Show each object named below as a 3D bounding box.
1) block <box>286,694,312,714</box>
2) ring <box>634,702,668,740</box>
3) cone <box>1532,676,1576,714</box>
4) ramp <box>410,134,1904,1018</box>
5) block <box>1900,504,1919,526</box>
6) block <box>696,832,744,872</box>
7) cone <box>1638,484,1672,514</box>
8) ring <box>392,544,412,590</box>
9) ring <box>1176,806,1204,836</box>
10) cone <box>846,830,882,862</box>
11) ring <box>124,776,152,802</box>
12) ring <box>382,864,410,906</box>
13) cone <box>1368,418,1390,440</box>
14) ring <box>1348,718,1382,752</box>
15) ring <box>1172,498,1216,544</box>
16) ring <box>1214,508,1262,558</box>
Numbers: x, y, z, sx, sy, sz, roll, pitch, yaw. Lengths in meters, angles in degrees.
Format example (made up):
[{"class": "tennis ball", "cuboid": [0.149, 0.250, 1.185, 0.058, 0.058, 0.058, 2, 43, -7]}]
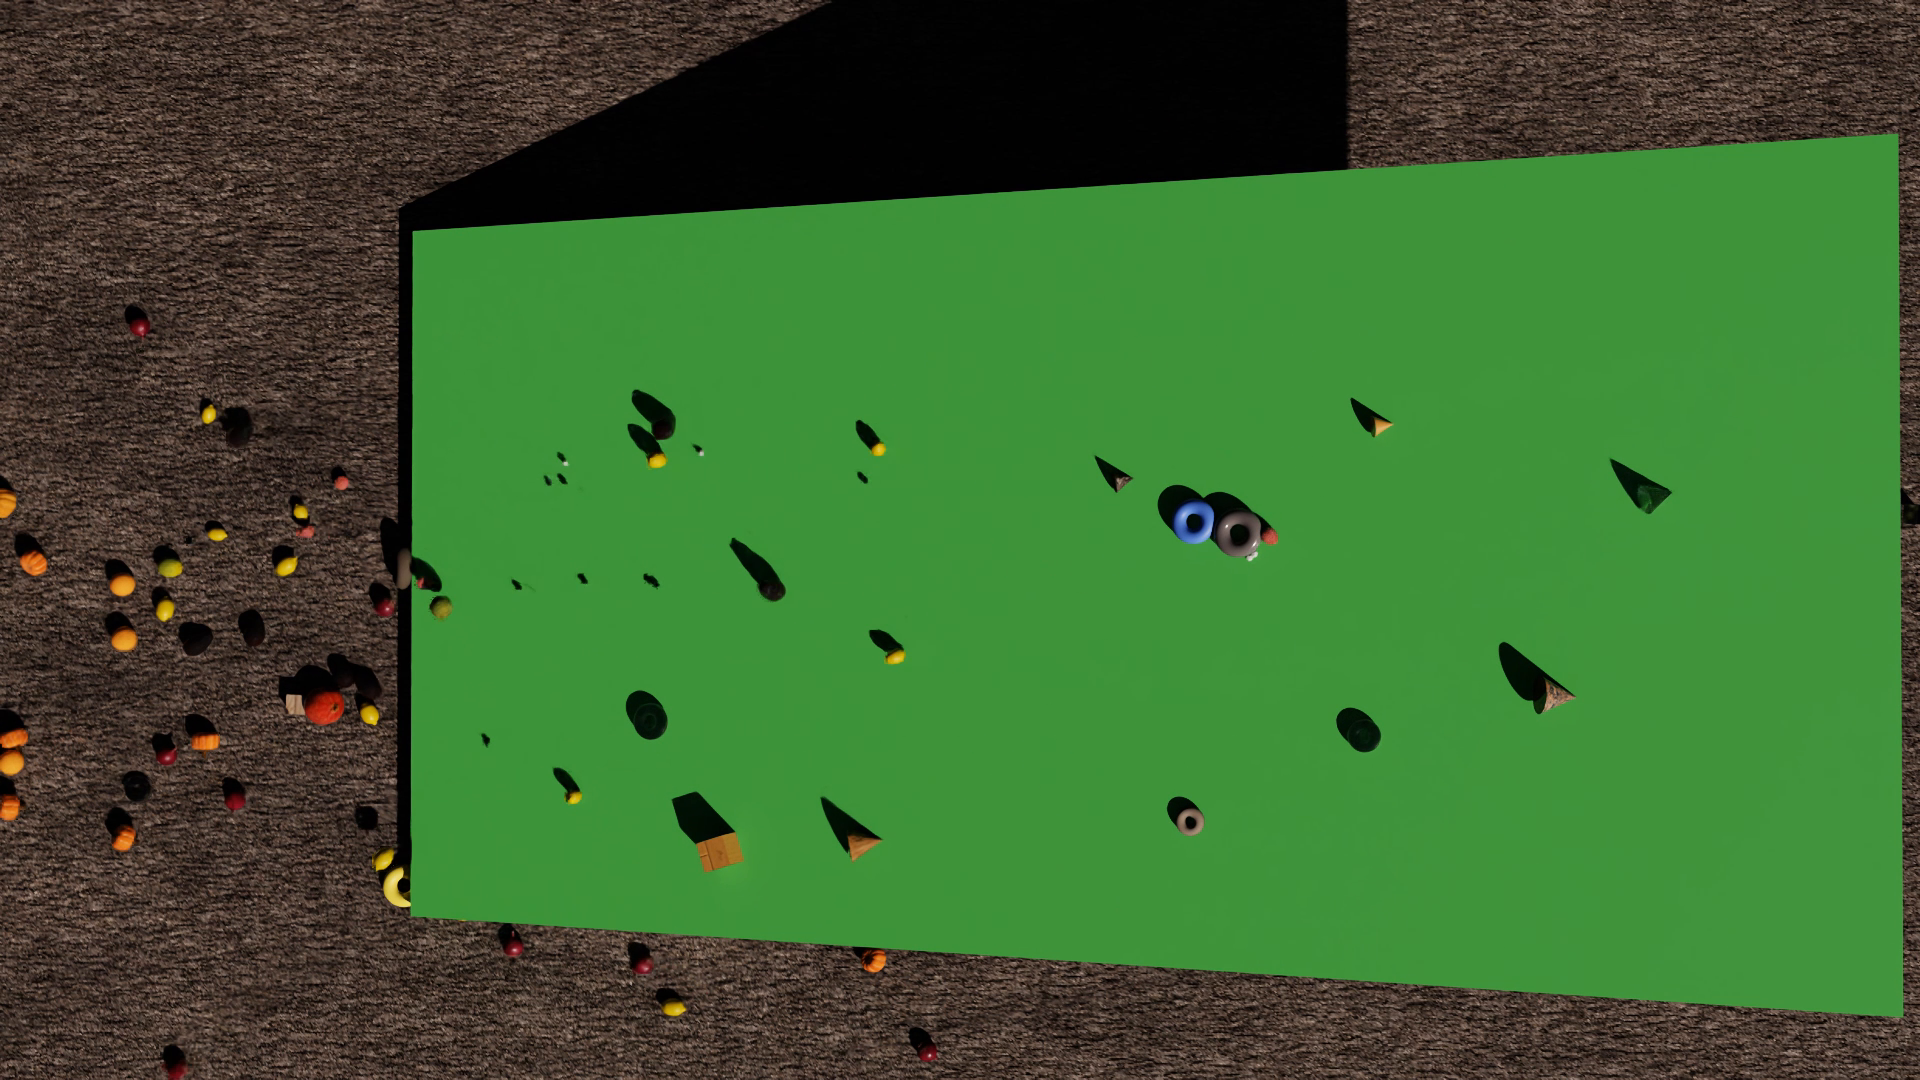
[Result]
[{"class": "block", "cuboid": [-1.949, 0.484, 6.480, 0.057, 0.057, 0.057, 3, 89, 0]}, {"class": "ring", "cuboid": [-0.859, 0.504, 6.109, 0.105, 0.035, 0.105, -1, 88, 22]}, {"class": "cone", "cuboid": [1.422, 0.371, 5.224, 0.092, 0.092, 0.092, 4, 89, -5]}, {"class": "ramp", "cuboid": [0.282, 0.088, 5.745, 4.000, 0.100, 2.000, 0, 89, 21]}, {"class": "block", "cuboid": [2.799, -0.076, 6.487, 0.058, 0.058, 0.058, 5, 89, 0]}, {"class": "block", "cuboid": [-0.654, 0.852, 6.000, 0.082, 0.082, 0.082, -20, 82, 20]}, {"class": "cone", "cuboid": [1.637, -0.103, 5.151, 0.072, 0.072, 0.072, -15, 89, -7]}, {"class": "ring", "cuboid": [-1.637, 0.077, 6.451, 0.045, 0.135, 0.135, -2, 89, -24]}, {"class": "ring", "cuboid": [0.581, 0.710, 5.554, 0.075, 0.025, 0.075, -1, 88, 22]}, {"class": "cone", "cuboid": [-0.251, 0.808, 5.866, 0.092, 0.092, 0.092, -10, 89, -6]}, {"class": "ring", "cuboid": [-2.427, 0.735, 6.493, 0.078, 0.026, 0.078, 0, 88, 0]}, {"class": "ring", "cuboid": [-1.638, 1.018, 6.481, 0.127, 0.042, 0.127, 0, 90, 0]}, {"class": "cone", "cuboid": [1.037, -0.281, 5.390, 0.054, 0.054, 0.054, -26, 89, -32]}, {"class": "ring", "cuboid": [0.992, 0.481, 5.397, 0.083, 0.028, 0.083, 0, 90, 20]}, {"class": "ring", "cuboid": [0.590, -0.048, 5.553, 0.116, 0.039, 0.116, -1, 88, 22]}, {"class": "ring", "cuboid": [0.697, -0.019, 5.510, 0.126, 0.042, 0.126, 0, 91, 21]}]
